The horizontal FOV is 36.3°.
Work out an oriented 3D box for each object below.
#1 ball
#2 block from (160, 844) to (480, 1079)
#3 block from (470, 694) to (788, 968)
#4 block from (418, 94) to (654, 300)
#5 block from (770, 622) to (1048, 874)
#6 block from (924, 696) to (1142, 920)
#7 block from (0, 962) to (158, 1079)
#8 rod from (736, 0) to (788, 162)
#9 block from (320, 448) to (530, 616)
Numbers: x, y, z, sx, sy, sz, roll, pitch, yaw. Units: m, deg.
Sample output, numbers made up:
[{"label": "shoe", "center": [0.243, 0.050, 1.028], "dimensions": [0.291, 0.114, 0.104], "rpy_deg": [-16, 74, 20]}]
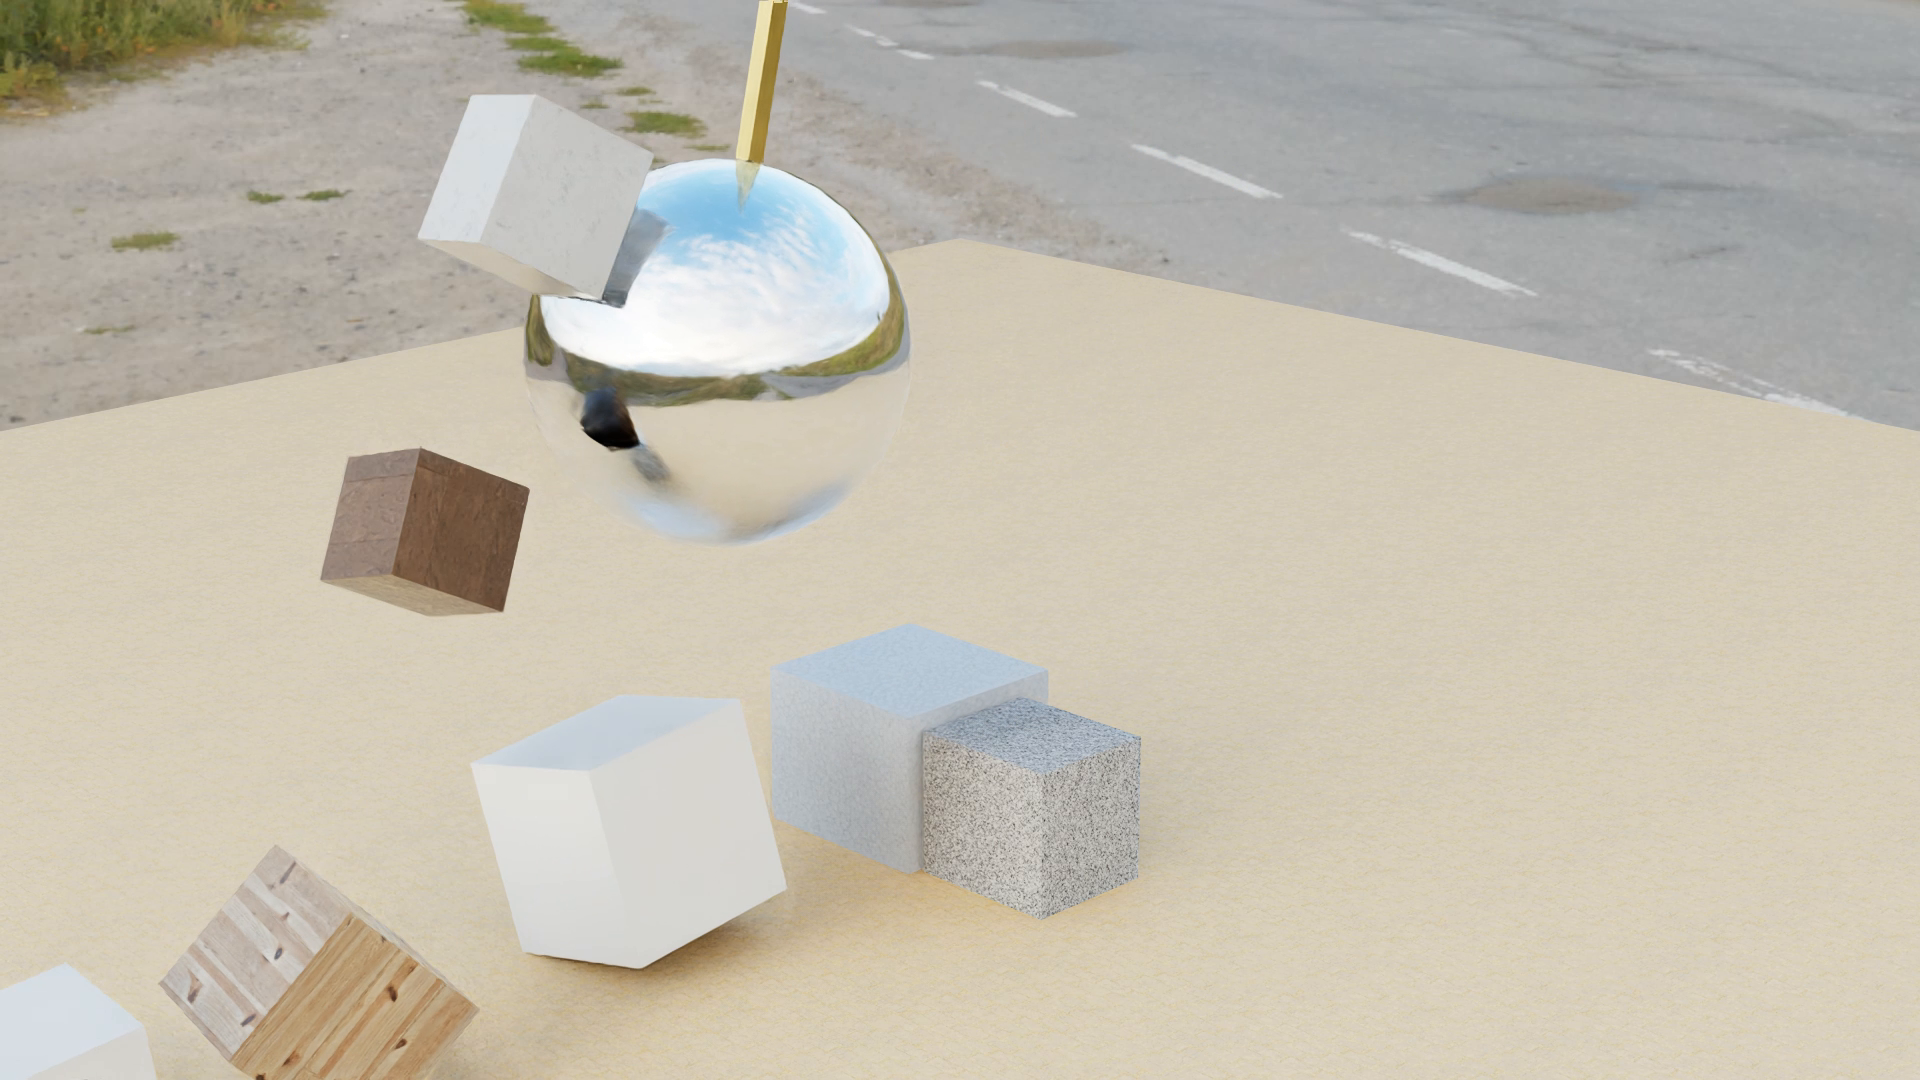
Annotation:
[{"label": "ball", "center": [-0.993, -0.765, 12.061], "dimensions": [1.600, 1.600, 1.600], "rpy_deg": [0, 17, 0]}, {"label": "block", "center": [-2.435, 1.737, 11.147], "dimensions": [0.682, 0.724, 0.736], "rpy_deg": [-51, 37, -10]}, {"label": "block", "center": [-1.417, 1.230, 12.594], "dimensions": [0.806, 0.872, 0.859], "rpy_deg": [-1, 17, 45]}, {"label": "block", "center": [-1.645, -1.332, 11.364], "dimensions": [0.557, 0.605, 0.537], "rpy_deg": [24, -8, -36]}, {"label": "block", "center": [-0.240, 0.972, 13.971], "dimensions": [0.916, 0.768, 0.947], "rpy_deg": [-16, 24, -42]}, {"label": "block", "center": [0.325, 1.206, 13.352], "dimensions": [0.645, 0.692, 0.744], "rpy_deg": [-17, 24, -42]}, {"label": "block", "center": [-3.337, 2.059, 10.537], "dimensions": [0.717, 0.662, 0.663], "rpy_deg": [-23, 27, -34]}, {"label": "rod", "center": [-0.430, -4.088, 11.606], "dimensions": [0.080, 5.200, 0.080], "rpy_deg": [17, 10, 42]}, {"label": "block", "center": [-2.051, -0.022, 11.250], "dimensions": [0.512, 0.496, 0.503], "rpy_deg": [22, -18, -40]}]
